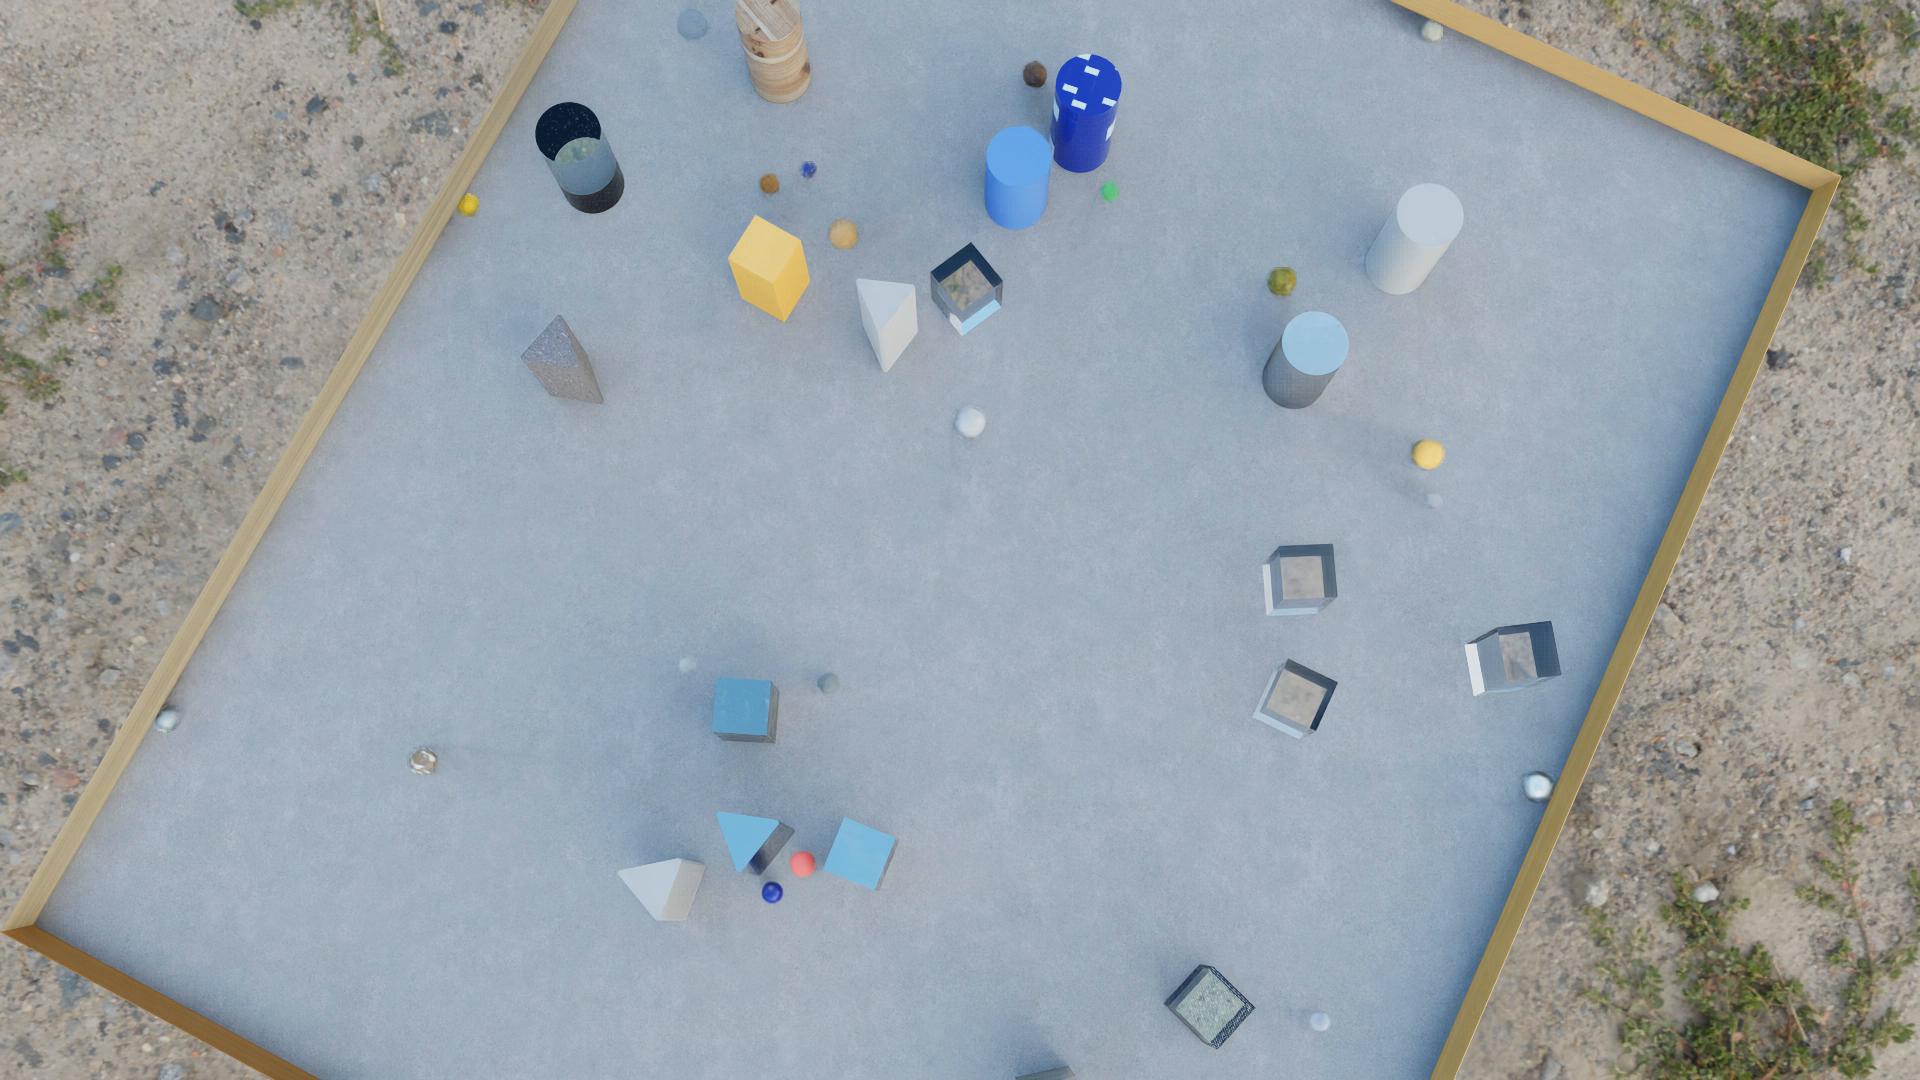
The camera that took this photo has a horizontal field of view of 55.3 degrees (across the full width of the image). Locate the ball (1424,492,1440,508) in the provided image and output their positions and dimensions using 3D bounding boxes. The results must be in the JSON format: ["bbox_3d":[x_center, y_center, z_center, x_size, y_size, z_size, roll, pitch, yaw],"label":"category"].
[{"bbox_3d":[1.447,-0.123,5.616,0.052,0.052,0.052,0,78,0],"label":"ball"}]

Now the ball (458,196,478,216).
[{"bbox_3d":[-1.560,-1.059,5.805,0.060,0.060,0.060,0,78,0],"label":"ball"}]

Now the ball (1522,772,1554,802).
[{"bbox_3d":[1.708,0.730,5.418,0.093,0.093,0.093,0,78,0],"label":"ball"}]

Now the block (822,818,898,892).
[{"bbox_3d":[-0.283,0.910,5.289,0.157,0.274,0.157,22,79,4],"label":"block"}]

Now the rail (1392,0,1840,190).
[{"bbox_3d":[1.002,-1.955,5.955,3.893,0.128,0.045,26,80,5],"label":"rail"}]

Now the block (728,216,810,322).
[{"bbox_3d":[-0.580,-0.826,5.606,0.157,0.356,0.157,30,80,6],"label":"block"}]

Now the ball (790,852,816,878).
[{"bbox_3d":[-0.460,0.953,5.381,0.075,0.075,0.075,0,78,0],"label":"ball"}]

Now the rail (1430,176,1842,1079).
[{"bbox_3d":[1.720,0.849,5.375,0.045,0.128,4.527,26,80,5],"label":"rail"}]

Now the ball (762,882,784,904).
[{"bbox_3d":[-0.550,1.032,5.371,0.063,0.063,0.063,0,78,0],"label":"ball"}]

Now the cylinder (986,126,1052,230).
[{"bbox_3d":[0.177,-1.116,5.671,0.197,0.346,0.197,0,78,0],"label":"cylinder"}]

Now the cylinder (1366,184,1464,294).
[{"bbox_3d":[1.381,-0.913,5.590,0.197,0.423,0.197,0,78,0],"label":"cylinder"}]

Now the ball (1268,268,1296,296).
[{"bbox_3d":[1.008,-0.807,5.740,0.086,0.086,0.086,0,78,0],"label":"ball"}]

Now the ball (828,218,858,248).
[{"bbox_3d":[-0.366,-0.966,5.769,0.094,0.094,0.094,0,78,0],"label":"ball"}]

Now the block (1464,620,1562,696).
[{"bbox_3d":[1.616,0.350,5.369,0.157,0.342,0.157,-7,78,-1],"label":"block"}]

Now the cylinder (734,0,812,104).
[{"bbox_3d":[-0.579,-1.545,5.720,0.197,0.425,0.197,0,78,0],"label":"cylinder"}]

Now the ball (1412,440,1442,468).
[{"bbox_3d":[1.434,-0.264,5.625,0.091,0.091,0.091,0,78,0],"label":"ball"}]

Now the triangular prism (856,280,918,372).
[{"bbox_3d":[-0.243,-0.676,5.545,0.147,0.414,0.170,36,81,7],"label":"triangular prism"}]

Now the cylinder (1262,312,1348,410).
[{"bbox_3d":[1.040,-0.539,5.542,0.197,0.365,0.197,0,78,0],"label":"cylinder"}]

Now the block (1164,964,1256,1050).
[{"bbox_3d":[0.703,1.319,5.189,0.157,0.303,0.157,43,82,8],"label":"block"}]

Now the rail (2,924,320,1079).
[{"bbox_3d":[-1.002,1.969,5.143,3.893,0.128,0.045,26,80,5],"label":"rail"}]

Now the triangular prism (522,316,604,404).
[{"bbox_3d":[-1.183,-0.550,5.535,0.170,0.383,0.147,9,78,2],"label":"triangular prism"}]

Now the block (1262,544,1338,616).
[{"bbox_3d":[1.006,0.121,5.440,0.157,0.296,0.157,-3,78,-1],"label":"block"}]

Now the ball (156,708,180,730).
[{"bbox_3d":[-2.367,0.535,5.472,0.067,0.067,0.067,0,78,0],"label":"ball"}]

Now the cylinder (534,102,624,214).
[{"bbox_3d":[-1.169,-1.175,5.658,0.197,0.396,0.197,0,78,0],"label":"cylinder"}]

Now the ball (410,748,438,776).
[{"bbox_3d":[-1.591,0.658,5.438,0.082,0.082,0.082,0,78,0],"label":"ball"}]

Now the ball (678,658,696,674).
[{"bbox_3d":[-0.822,0.378,5.512,0.051,0.051,0.051,0,78,0],"label":"ball"}]

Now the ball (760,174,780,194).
[{"bbox_3d":[-0.605,-1.129,5.819,0.061,0.061,0.061,0,78,0],"label":"ball"}]

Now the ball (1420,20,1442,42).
[{"bbox_3d":[1.523,-1.645,5.923,0.067,0.067,0.067,0,78,0],"label":"ball"}]

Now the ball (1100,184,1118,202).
[{"bbox_3d":[0.475,-1.103,5.816,0.057,0.057,0.057,0,78,0],"label":"ball"}]

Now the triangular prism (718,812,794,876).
[{"bbox_3d":[-0.601,0.833,5.195,0.147,0.488,0.170,38,81,7],"label":"triangular prism"}]

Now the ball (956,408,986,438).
[{"bbox_3d":[0.032,-0.361,5.645,0.091,0.091,0.091,0,78,0],"label":"ball"}]

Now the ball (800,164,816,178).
[{"bbox_3d":[-0.485,-1.176,5.836,0.048,0.048,0.048,0,78,0],"label":"ball"}]

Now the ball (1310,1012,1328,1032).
[{"bbox_3d":[1.040,1.393,5.301,0.054,0.054,0.054,0,78,0],"label":"ball"}]

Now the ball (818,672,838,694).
[{"bbox_3d":[-0.395,0.429,5.496,0.063,0.063,0.063,0,78,0],"label":"ball"}]

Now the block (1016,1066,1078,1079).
[{"bbox_3d":[0.252,1.573,5.096,0.157,0.382,0.157,-11,79,-2],"label":"block"}]

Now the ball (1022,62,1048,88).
[{"bbox_3d":[0.241,-1.493,5.885,0.081,0.081,0.081,0,78,0],"label":"ball"}]

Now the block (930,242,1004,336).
[{"bbox_3d":[0.020,-0.771,5.653,0.157,0.242,0.157,-37,81,-7],"label":"block"}]

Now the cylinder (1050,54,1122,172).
[{"bbox_3d":[0.384,-1.313,5.670,0.197,0.429,0.197,0,78,0],"label":"cylinder"}]

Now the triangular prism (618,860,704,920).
[{"bbox_3d":[-0.810,0.958,5.171,0.147,0.485,0.170,-41,81,-8],"label":"triangular prism"}]

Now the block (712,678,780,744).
[{"bbox_3d":[-0.626,0.503,5.381,0.157,0.257,0.157,4,78,1],"label":"block"}]

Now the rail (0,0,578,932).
[{"bbox_3d":[-1.720,-0.835,5.723,0.045,0.128,4.527,26,80,5],"label":"rail"}]

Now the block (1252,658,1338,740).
[{"bbox_3d":[0.983,0.471,5.390,0.157,0.253,0.157,26,79,5],"label":"block"}]

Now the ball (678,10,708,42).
[{"bbox_3d":[-0.860,-1.659,5.910,0.098,0.098,0.098,0,78,0],"label":"ball"}]
